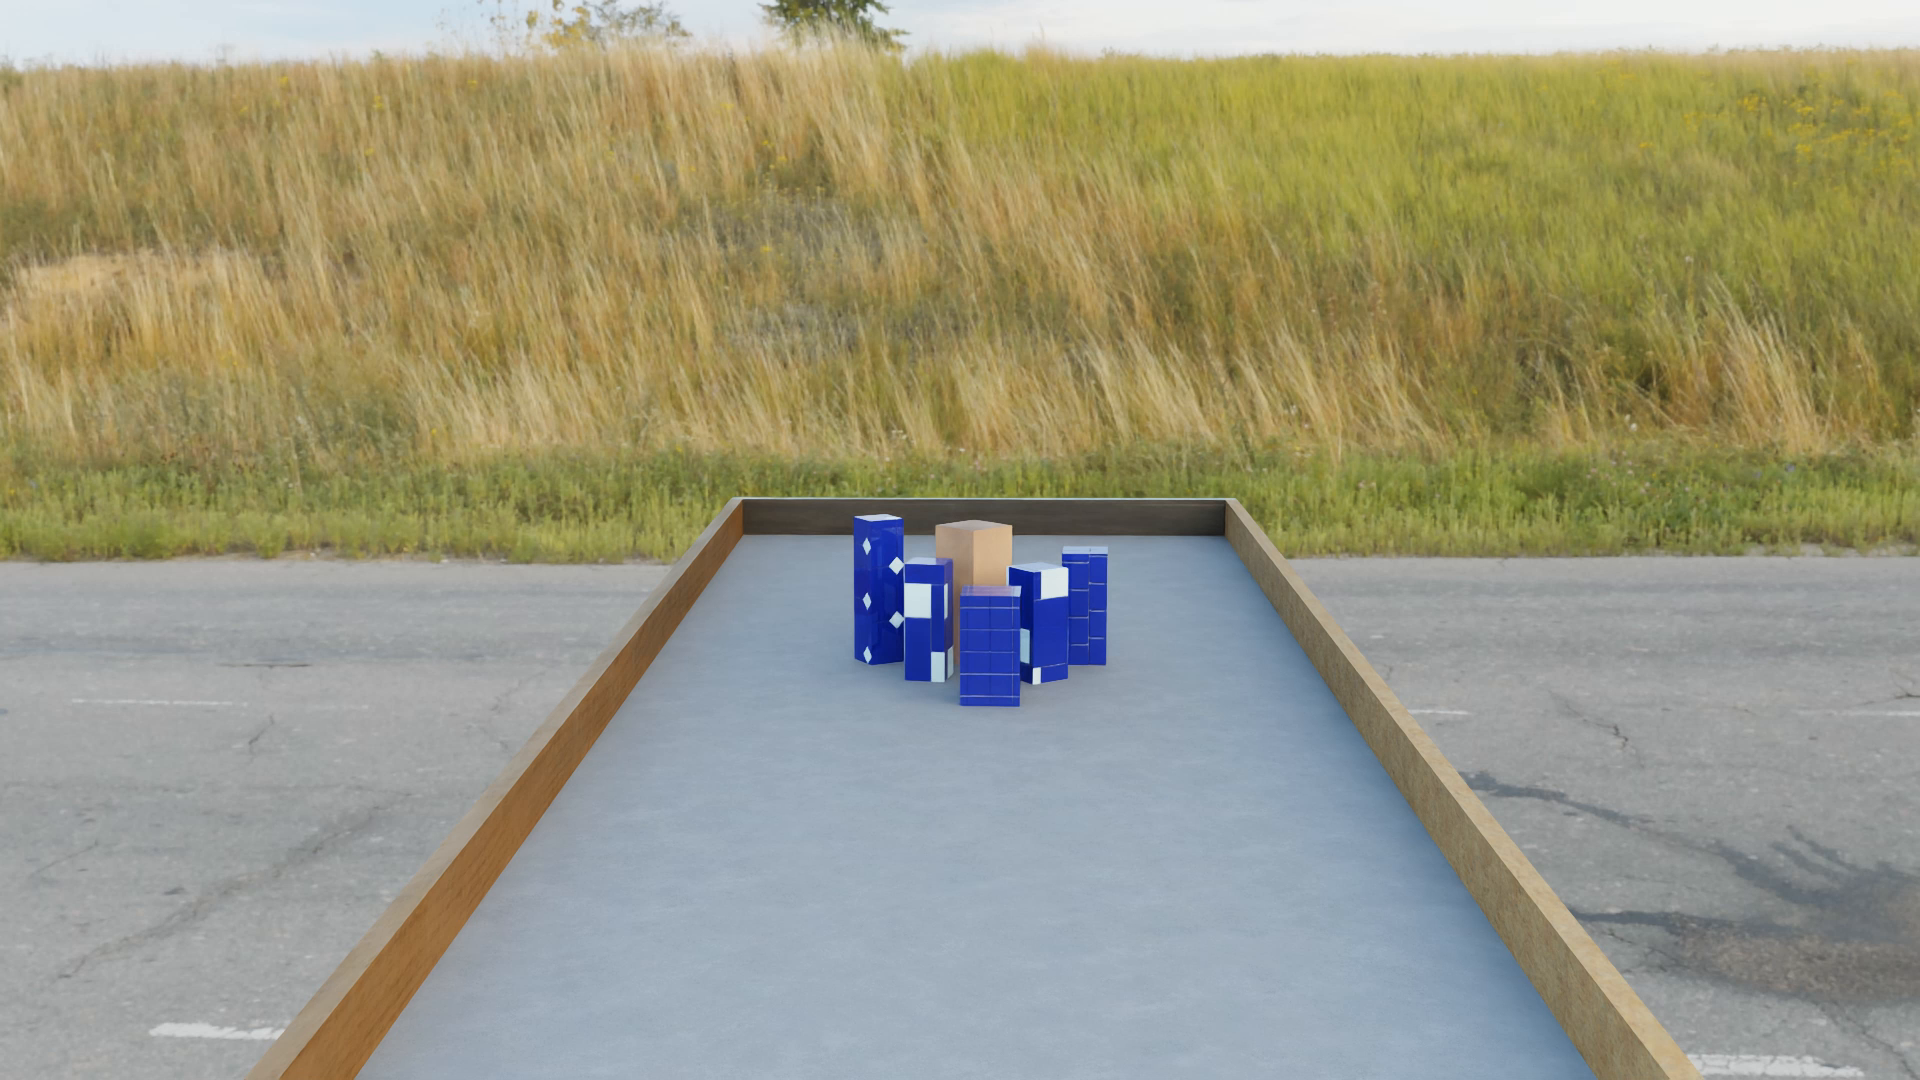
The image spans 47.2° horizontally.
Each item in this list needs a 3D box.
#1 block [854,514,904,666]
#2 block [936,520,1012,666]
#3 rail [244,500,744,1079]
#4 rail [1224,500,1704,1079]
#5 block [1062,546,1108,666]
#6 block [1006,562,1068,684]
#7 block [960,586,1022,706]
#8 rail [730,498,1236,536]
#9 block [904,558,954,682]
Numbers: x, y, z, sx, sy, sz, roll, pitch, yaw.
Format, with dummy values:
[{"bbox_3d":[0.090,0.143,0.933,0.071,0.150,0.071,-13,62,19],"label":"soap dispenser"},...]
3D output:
[{"bbox_3d":[-0.246,0.149,6.669,0.111,0.438,0.111,-5,10,-30],"label":"block"},{"bbox_3d":[0.042,0.161,6.666,0.163,0.416,0.163,-9,12,-43],"label":"block"},{"bbox_3d":[-1.004,0.839,3.234,0.050,0.150,12.000,0,9,1],"label":"rail"},{"bbox_3d":[1.046,0.843,3.208,0.050,0.150,12.000,0,9,1],"label":"rail"},{"bbox_3d":[0.378,0.199,6.667,0.136,0.340,0.136,1,9,4],"label":"block"},{"bbox_3d":[0.226,0.242,6.433,0.129,0.329,0.129,-6,11,-35],"label":"block"},{"bbox_3d":[0.087,0.295,6.157,0.165,0.310,0.165,0,9,3],"label":"block"},{"bbox_3d":[0.099,-0.098,9.147,2.100,0.150,0.050,0,9,1],"label":"rail"},{"bbox_3d":[-0.090,0.232,6.442,0.118,0.345,0.118,2,9,12],"label":"block"}]
